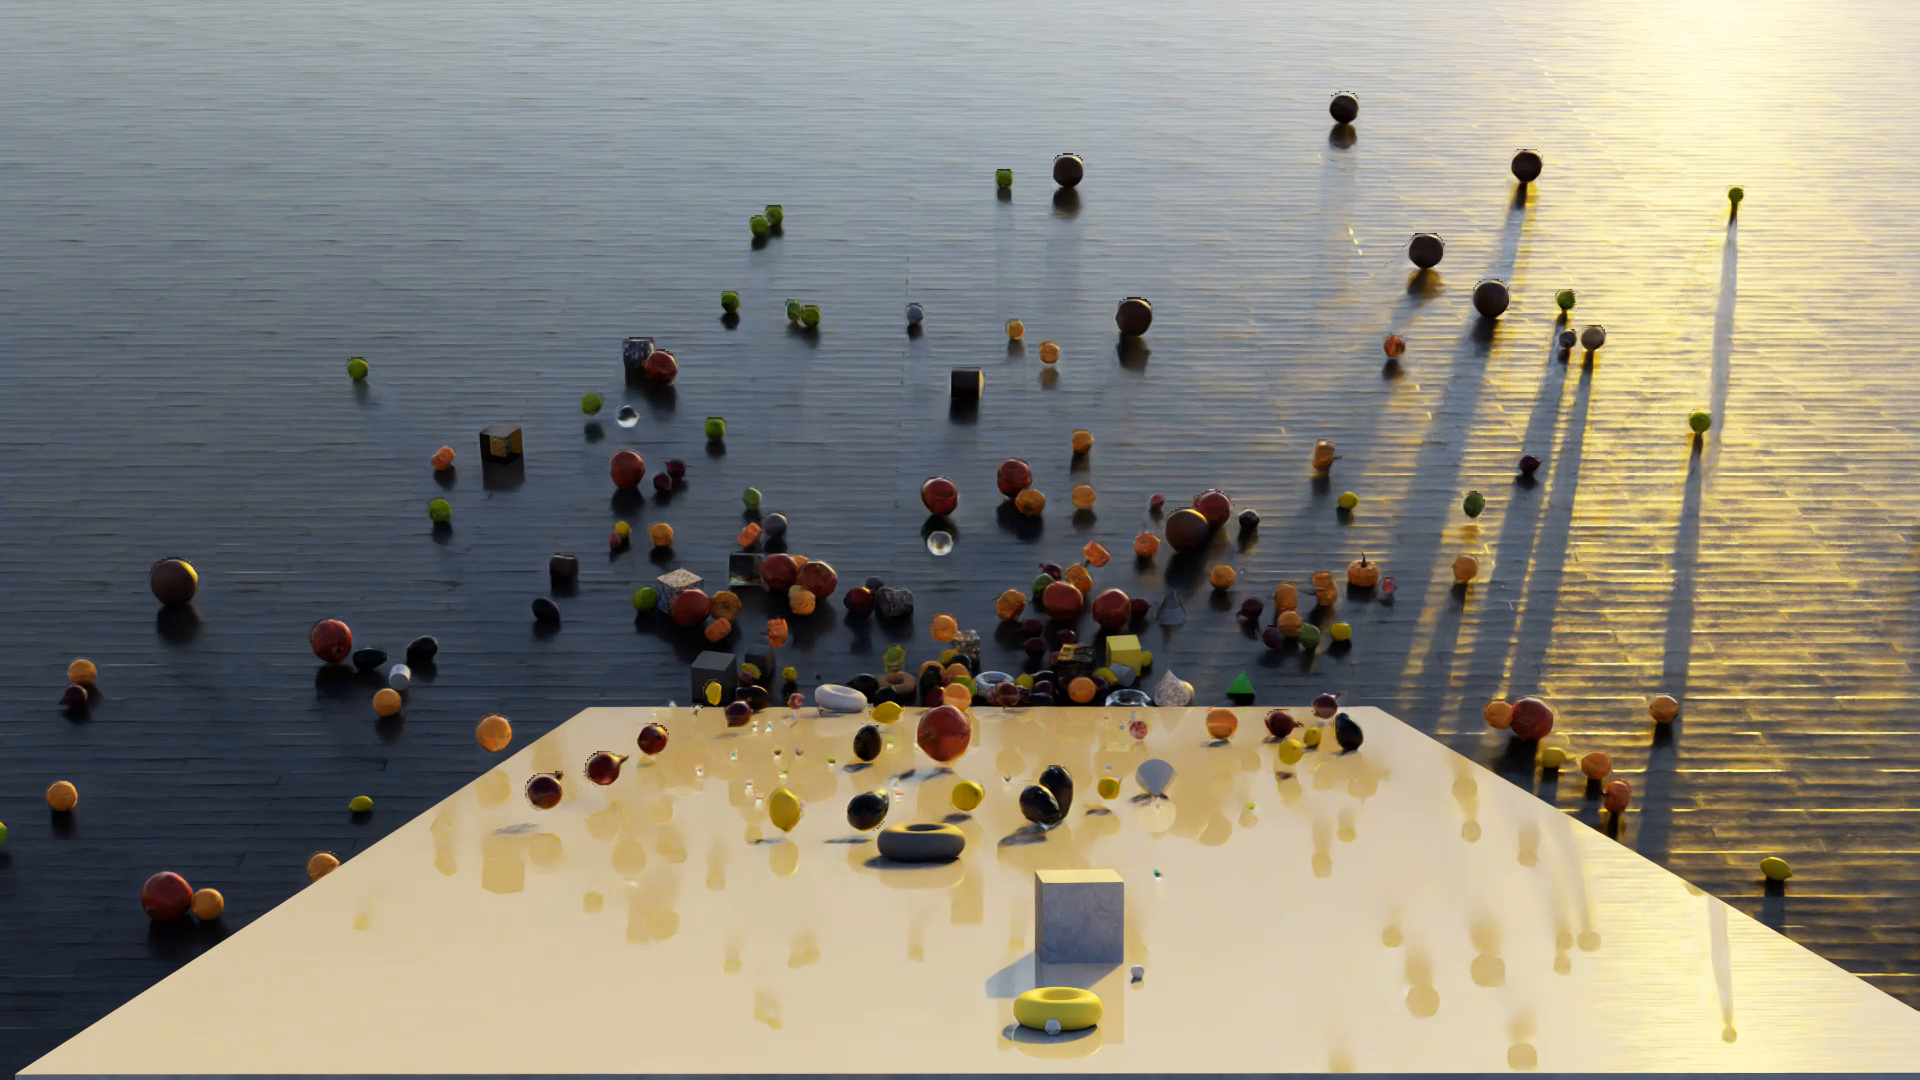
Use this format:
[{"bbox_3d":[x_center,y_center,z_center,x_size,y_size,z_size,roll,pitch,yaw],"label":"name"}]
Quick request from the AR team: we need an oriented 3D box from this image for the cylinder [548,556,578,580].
[{"bbox_3d":[-1.141,0.079,7.421,0.062,0.062,0.062,8,27,16],"label":"cylinder"}]

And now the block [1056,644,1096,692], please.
[{"bbox_3d":[0.310,0.340,6.847,0.089,0.089,0.089,6,26,12],"label":"block"}]

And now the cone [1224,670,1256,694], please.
[{"bbox_3d":[0.731,0.390,6.808,0.072,0.072,0.072,-26,25,8],"label":"cone"}]

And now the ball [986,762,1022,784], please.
[{"bbox_3d":[0.084,0.464,4.967,0.072,0.072,0.072,0,26,0],"label":"ball"}]

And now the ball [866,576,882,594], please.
[{"bbox_3d":[-0.245,0.127,7.334,0.050,0.050,0.050,0,26,0],"label":"ball"}]

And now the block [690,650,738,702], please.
[{"bbox_3d":[-0.648,0.359,6.800,0.094,0.094,0.094,6,26,13],"label":"block"}]

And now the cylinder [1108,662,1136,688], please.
[{"bbox_3d":[0.430,0.359,6.849,0.053,0.053,0.053,19,31,34],"label":"cylinder"}]

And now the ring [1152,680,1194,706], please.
[{"bbox_3d":[0.559,0.404,6.770,0.112,0.037,0.112,-3,30,2],"label":"ring"}]

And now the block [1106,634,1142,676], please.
[{"bbox_3d":[0.438,0.311,6.915,0.081,0.081,0.081,-3,26,-6],"label":"block"}]

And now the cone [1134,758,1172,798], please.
[{"bbox_3d":[0.361,0.455,4.745,0.075,0.075,0.075,-3,42,-5],"label":"cone"}]

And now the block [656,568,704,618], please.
[{"bbox_3d":[-0.785,0.150,7.237,0.094,0.094,0.094,-22,33,-38],"label":"block"}]

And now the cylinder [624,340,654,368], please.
[{"bbox_3d":[-1.107,-0.641,8.878,0.096,0.096,0.096,-3,26,-4],"label":"cylinder"}]

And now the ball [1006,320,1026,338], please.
[{"bbox_3d":[0.198,-0.745,9.137,0.064,0.064,0.064,0,26,0],"label":"ball"}]

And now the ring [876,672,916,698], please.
[{"bbox_3d":[-0.168,0.382,6.819,0.109,0.036,0.109,0,27,0],"label":"ring"}]

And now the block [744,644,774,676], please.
[{"bbox_3d":[-0.537,0.322,6.915,0.062,0.062,0.062,7,26,13],"label":"block"}]

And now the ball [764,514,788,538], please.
[{"bbox_3d":[-0.549,-0.043,7.666,0.070,0.070,0.070,0,26,0],"label":"ball"}]

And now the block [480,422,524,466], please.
[{"bbox_3d":[-1.456,-0.306,8.187,0.094,0.094,0.094,11,28,22],"label":"block"}]

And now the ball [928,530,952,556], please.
[{"bbox_3d":[-0.058,0.009,7.553,0.074,0.074,0.074,0,26,0],"label":"ball"}]

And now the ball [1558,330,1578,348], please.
[{"bbox_3d":[2.134,-0.704,9.050,0.066,0.066,0.066,0,26,0],"label":"ball"}]

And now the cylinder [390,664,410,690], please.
[{"bbox_3d":[-1.486,0.364,6.838,0.052,0.052,0.052,-4,28,-8],"label":"cylinder"}]

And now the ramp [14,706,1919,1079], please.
[{"bbox_3d":[0.058,0.527,4.564,2.000,0.100,4.000,0,2,0],"label":"ramp"}]

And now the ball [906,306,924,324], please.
[{"bbox_3d":[-0.163,-0.810,9.272,0.065,0.065,0.065,0,26,0],"label":"ball"}]

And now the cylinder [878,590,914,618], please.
[{"bbox_3d":[-0.177,0.176,7.204,0.074,0.074,0.074,-2,23,-32],"label":"cylinder"}]

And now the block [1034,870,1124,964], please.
[{"bbox_3d":[0.147,0.464,3.184,0.099,0.099,0.099,0,2,-4],"label":"block"}]

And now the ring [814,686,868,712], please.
[{"bbox_3d":[-0.297,0.397,6.429,0.134,0.045,0.134,11,8,-2],"label":"ring"}]

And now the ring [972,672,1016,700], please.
[{"bbox_3d":[0.089,0.384,6.810,0.121,0.040,0.121,1,22,-1],"label":"ring"}]

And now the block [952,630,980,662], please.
[{"bbox_3d":[0.016,0.286,6.988,0.063,0.063,0.063,-6,26,-13],"label":"block"}]

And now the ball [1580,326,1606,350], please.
[{"bbox_3d":[2.215,-0.705,9.030,0.085,0.085,0.085,0,26,0],"label":"ball"}]

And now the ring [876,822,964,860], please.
[{"bbox_3d":[-0.061,0.469,4.011,0.139,0.046,0.139,-1,2,0],"label":"ring"}]

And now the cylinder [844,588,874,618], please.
[{"bbox_3d":[-0.282,0.178,7.214,0.063,0.063,0.063,-16,30,-30],"label":"cylinder"}]

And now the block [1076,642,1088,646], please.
[{"bbox_3d":[0.322,0.317,6.930,0.058,0.058,0.058,-18,31,-33],"label":"block"}]

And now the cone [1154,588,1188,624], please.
[{"bbox_3d":[0.589,0.173,7.188,0.094,0.094,0.094,0,26,0],"label":"cone"}]

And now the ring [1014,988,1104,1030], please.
[{"bbox_3d":[0.106,0.508,2.795,0.098,0.033,0.098,0,3,0],"label":"ring"}]

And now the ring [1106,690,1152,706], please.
[{"bbox_3d":[0.439,0.428,6.719,0.123,0.041,0.123,1,25,0],"label":"ring"}]

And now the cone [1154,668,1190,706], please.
[{"bbox_3d":[0.546,0.371,6.697,0.096,0.096,0.096,-6,35,5],"label":"cone"}]
